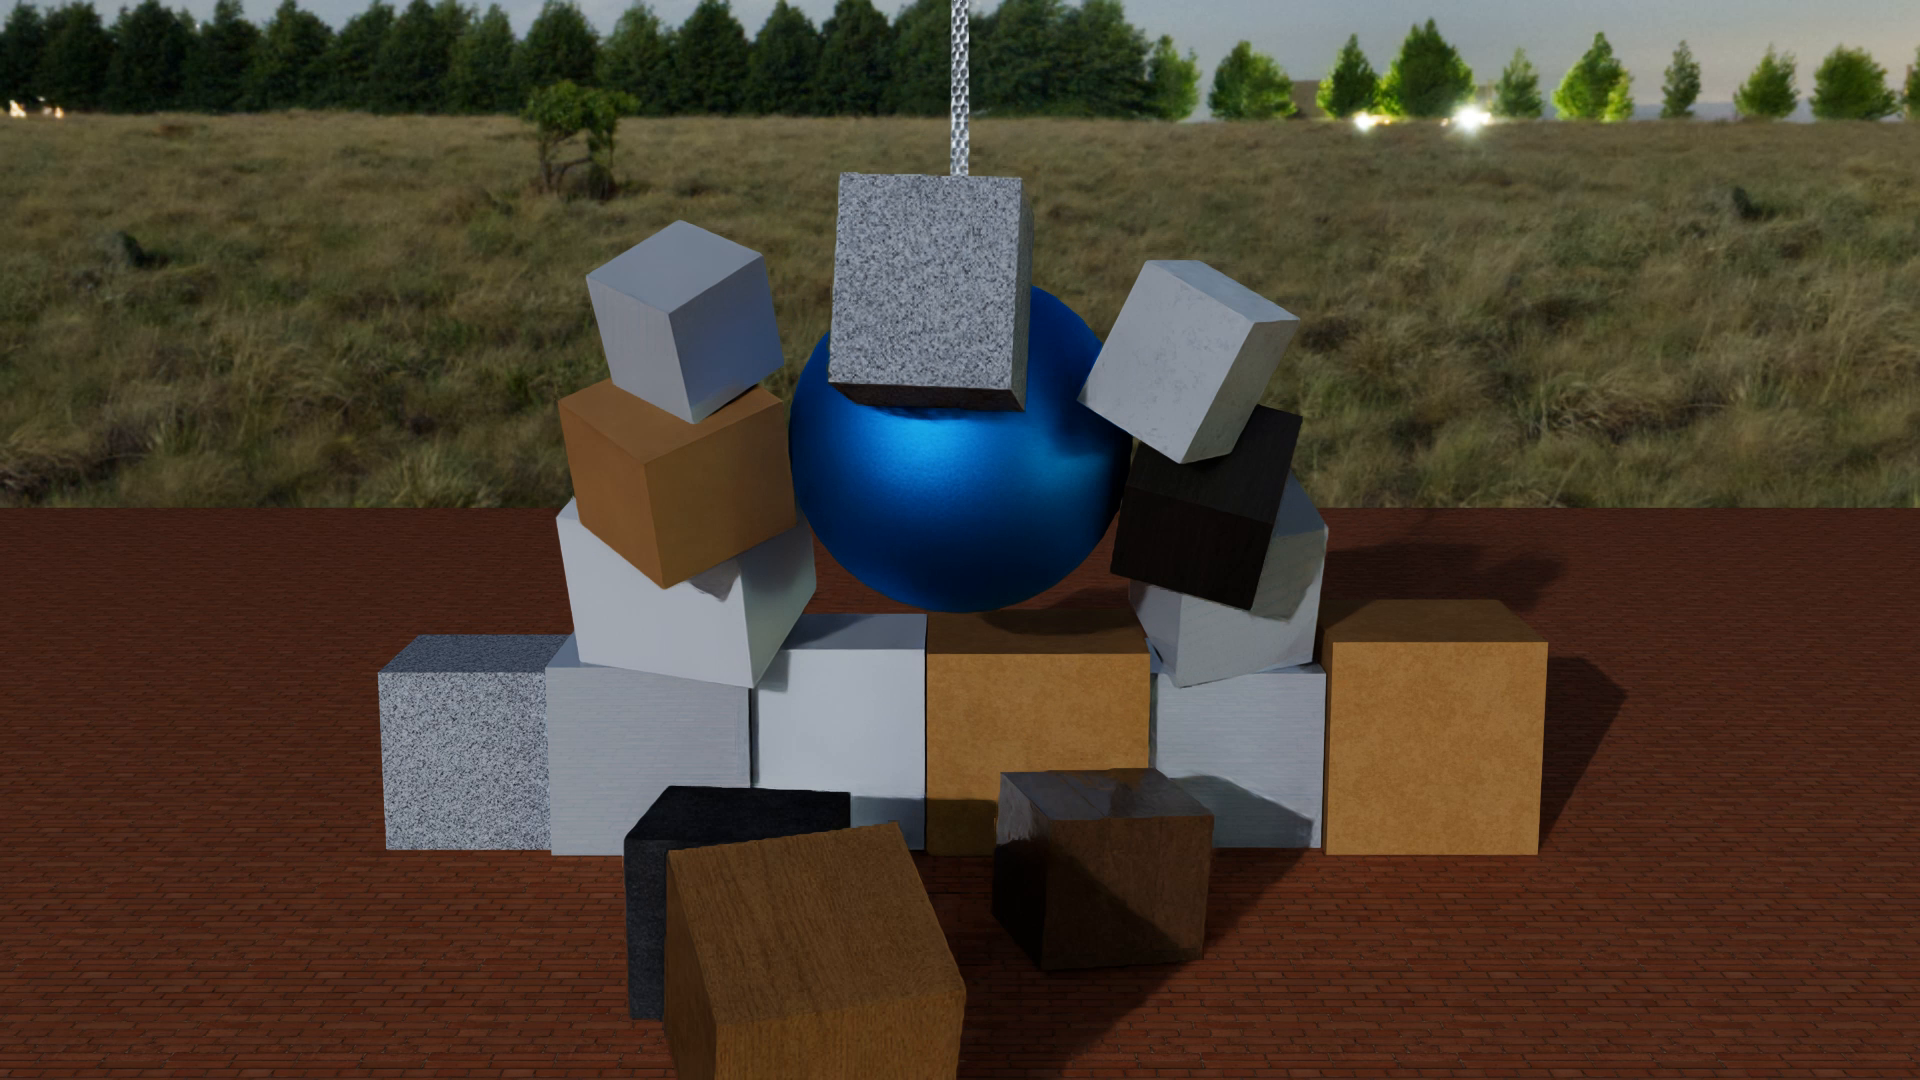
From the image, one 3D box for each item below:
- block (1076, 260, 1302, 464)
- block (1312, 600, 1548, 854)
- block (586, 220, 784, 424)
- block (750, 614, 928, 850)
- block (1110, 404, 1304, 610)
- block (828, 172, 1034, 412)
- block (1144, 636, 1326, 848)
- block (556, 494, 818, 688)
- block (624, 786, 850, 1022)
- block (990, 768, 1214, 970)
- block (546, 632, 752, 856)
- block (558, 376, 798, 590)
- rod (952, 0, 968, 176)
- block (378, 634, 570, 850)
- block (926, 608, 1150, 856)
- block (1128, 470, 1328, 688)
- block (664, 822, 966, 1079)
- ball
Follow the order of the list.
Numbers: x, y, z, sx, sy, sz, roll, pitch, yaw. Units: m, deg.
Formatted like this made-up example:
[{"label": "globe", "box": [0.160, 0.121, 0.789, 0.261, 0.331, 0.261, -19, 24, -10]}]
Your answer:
[{"label": "block", "box": [0.996, -0.783, 9.543, 0.548, 0.681, 0.609, 33, 20, 20]}, {"label": "block", "box": [2.350, 0.942, 11.353, 1.052, 1.084, 1.021, 0, 10, 0]}, {"label": "block", "box": [-1.219, -0.978, 9.810, 0.556, 0.586, 0.559, 26, 50, 35]}, {"label": "block", "box": [-0.604, 0.971, 11.355, 0.859, 1.027, 0.840, 0, 10, 0]}, {"label": "block", "box": [1.126, -0.205, 10.090, 0.672, 0.643, 0.661, 15, 53, 8]}, {"label": "block", "box": [-0.101, -1.005, 9.063, 0.726, 0.841, 0.749, 3, -3, 6]}, {"label": "block", "box": [1.379, 1.032, 11.377, 0.870, 0.900, 0.815, 0, 10, 0]}, {"label": "block", "box": [-1.319, 0.070, 10.823, 0.920, 0.841, 0.883, 8, 34, 16]}, {"label": "block", "box": [-0.902, 1.505, 9.114, 0.787, 0.767, 0.706, 1, 11, 7]}, {"label": "block", "box": [0.615, 1.430, 9.671, 0.743, 0.662, 0.675, 0, 12, -18]}, {"label": "block", "box": [-1.536, 1.007, 11.347, 0.991, 0.960, 1.001, 0, 10, 0]}, {"label": "block", "box": [-1.286, -0.351, 10.065, 0.737, 0.677, 0.725, -27, 42, -29]}, {"label": "rod", "box": [0.000, -3.854, 10.092, 0.080, 5.200, 0.080, 0, 2, 0]}, {"label": "block", "box": [-2.459, 1.028, 11.364, 0.835, 0.912, 0.852, 0, 10, 0]}, {"label": "block", "box": [0.383, 0.969, 11.363, 1.095, 1.028, 1.050, 0, 10, 0]}, {"label": "block", "box": [1.309, 0.123, 10.889, 0.723, 0.847, 0.708, -10, 40, -12]}, {"label": "block", "box": [-0.532, 1.612, 7.617, 0.828, 0.809, 0.855, -5, 34, -17]}, {"label": "ball", "box": [0.000, -0.456, 10.202, 1.600, 1.600, 1.600, 0, 10, 0]}]
